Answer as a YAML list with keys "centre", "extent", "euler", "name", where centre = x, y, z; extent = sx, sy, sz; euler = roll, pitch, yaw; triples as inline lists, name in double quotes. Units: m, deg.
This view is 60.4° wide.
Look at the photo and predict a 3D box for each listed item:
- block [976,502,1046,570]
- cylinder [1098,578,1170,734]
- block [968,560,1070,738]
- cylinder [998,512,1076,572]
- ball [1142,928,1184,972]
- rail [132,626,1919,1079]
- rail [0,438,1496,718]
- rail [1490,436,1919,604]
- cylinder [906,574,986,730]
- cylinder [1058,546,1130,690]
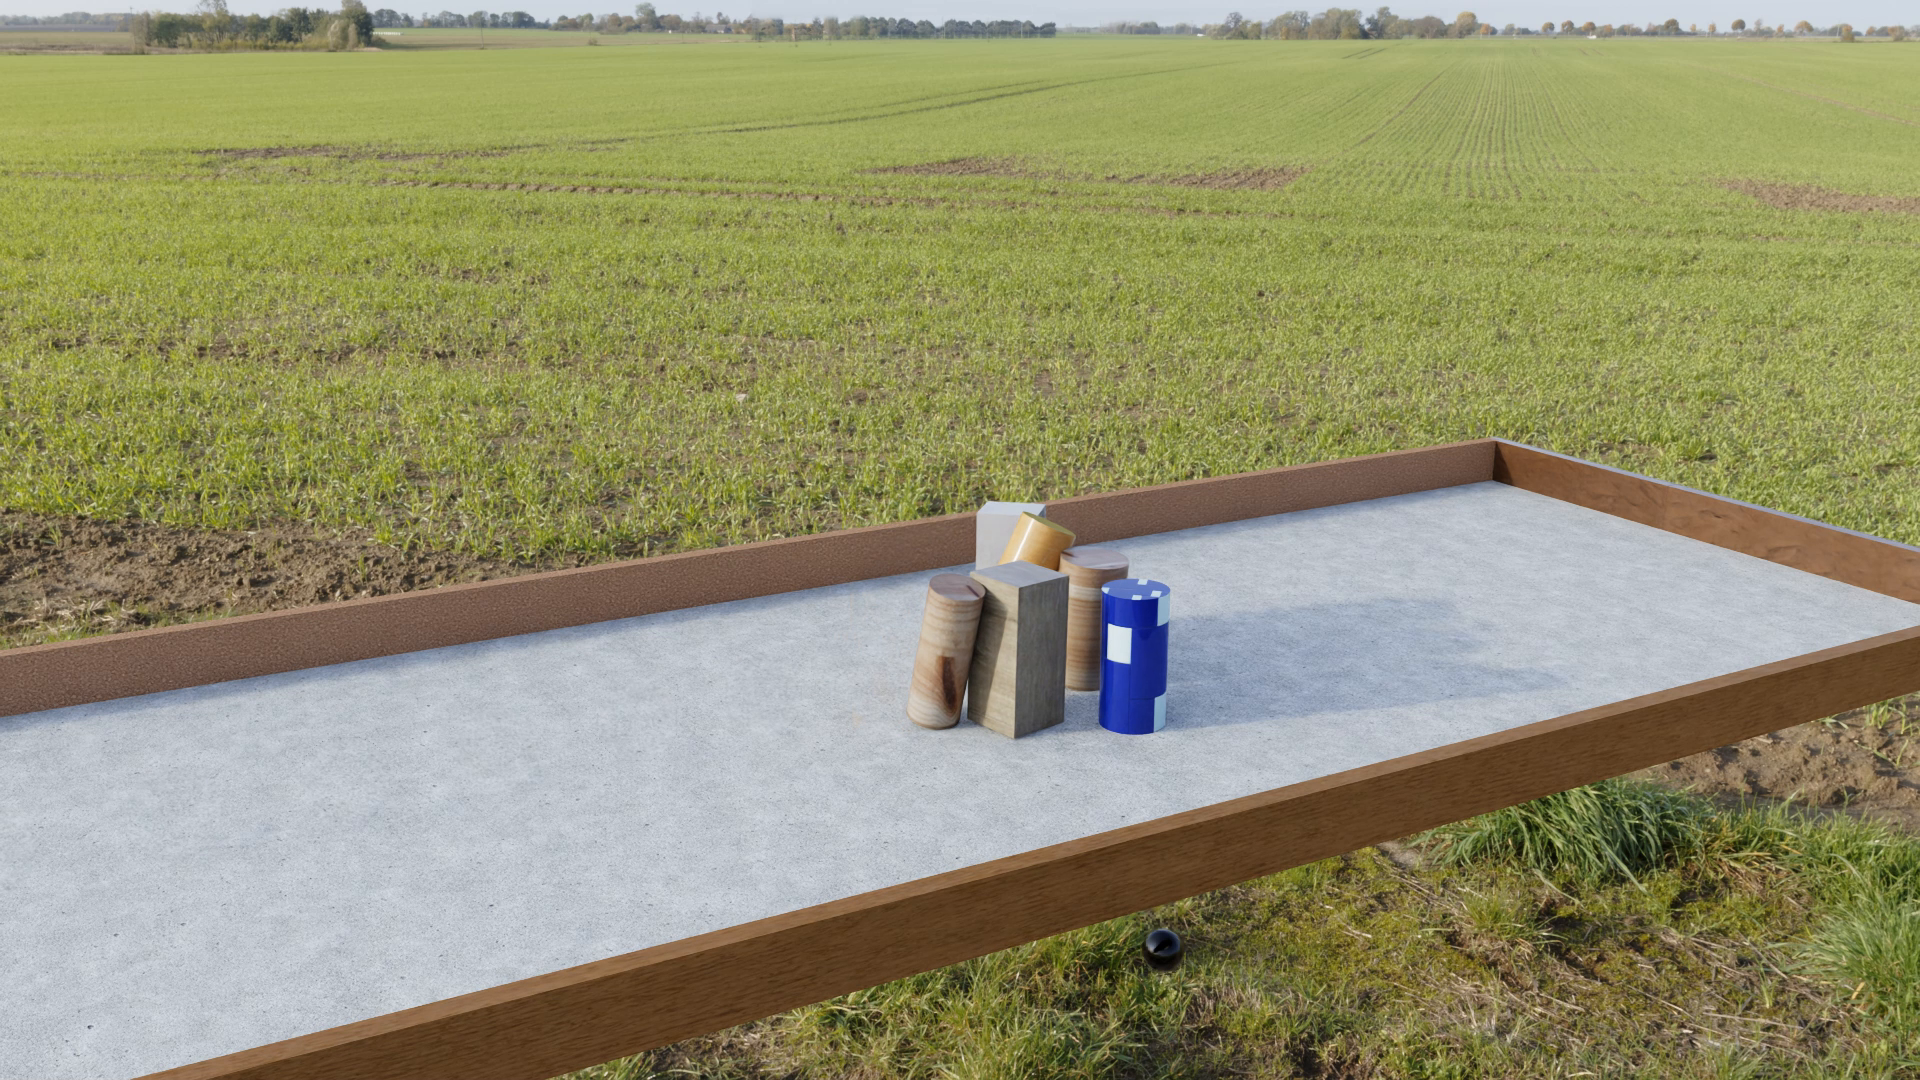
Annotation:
- centre: [0.133, 0.100, 4.340]
  extent: [0.157, 0.373, 0.157]
  euler: [3, 13, 11]
  name: "block"
- centre: [0.406, 0.271, 3.848]
  extent: [0.158, 0.329, 0.158]
  euler: [0, 16, 0]
  name: "cylinder"
- centre: [0.134, 0.252, 3.849]
  extent: [0.162, 0.362, 0.162]
  euler: [-12, 20, -40]
  name: "block"
- centre: [0.145, 0.134, 4.165]
  extent: [0.149, 0.387, 0.149]
  euler: [24, 7, -3]
  name: "cylinder"
- centre: [0.794, 1.605, 6.455]
  extent: [0.168, 0.168, 0.168]
  euler: [0, 16, 0]
  name: "ball"
- centre: [-2.336, 1.006, 1.665]
  extent: [12.000, 0.150, 0.050]
  euler: [-9, 18, -27]
  name: "rail"
- centre: [-3.305, 0.497, 3.399]
  extent: [12.000, 0.150, 0.050]
  euler: [-9, 18, -27]
  name: "rail"
- centre: [2.466, -0.048, 5.253]
  extent: [0.050, 0.150, 2.100]
  euler: [-9, 18, -27]
  name: "rail"
- centre: [-0.035, 0.260, 3.823]
  extent: [0.129, 0.345, 0.129]
  euler: [9, 26, -4]
  name: "cylinder"
- centre: [0.318, 0.194, 4.107]
  extent: [0.171, 0.318, 0.171]
  euler: [5, 18, -2]
  name: "cylinder"
